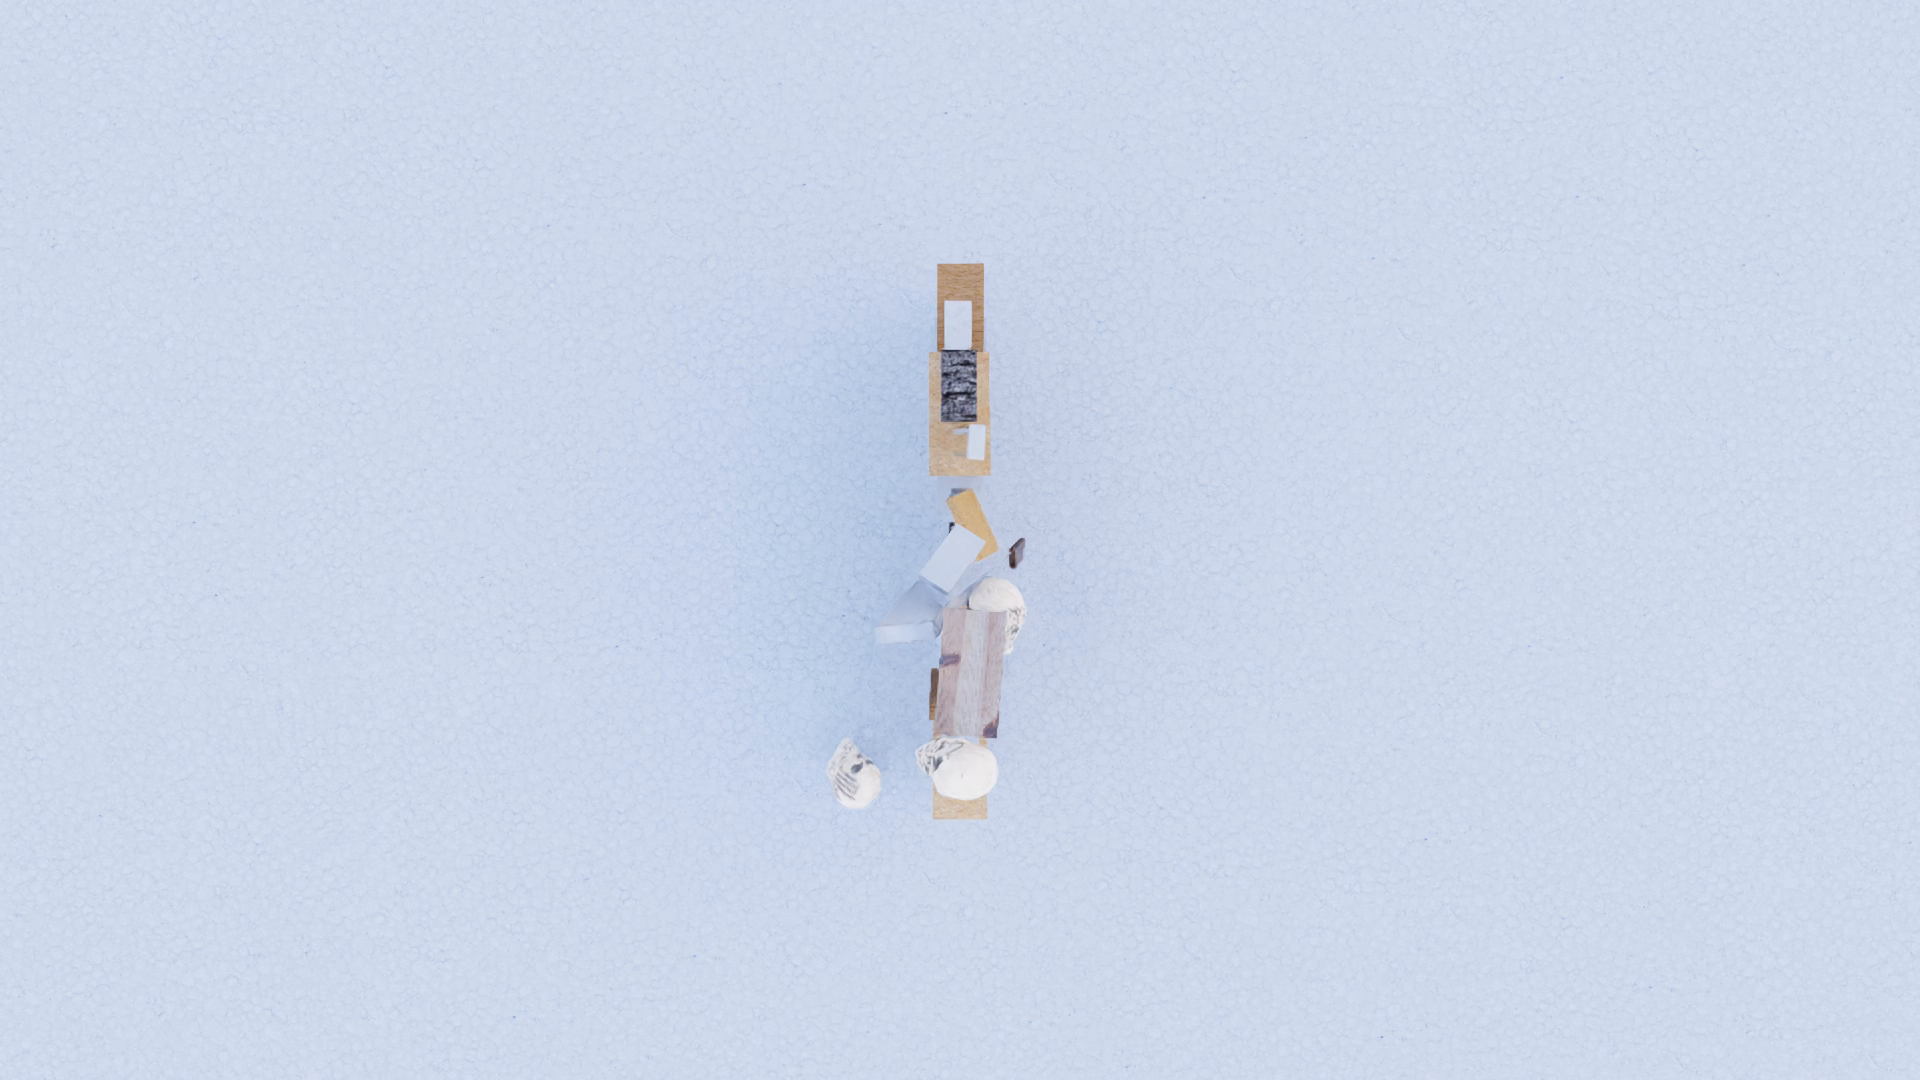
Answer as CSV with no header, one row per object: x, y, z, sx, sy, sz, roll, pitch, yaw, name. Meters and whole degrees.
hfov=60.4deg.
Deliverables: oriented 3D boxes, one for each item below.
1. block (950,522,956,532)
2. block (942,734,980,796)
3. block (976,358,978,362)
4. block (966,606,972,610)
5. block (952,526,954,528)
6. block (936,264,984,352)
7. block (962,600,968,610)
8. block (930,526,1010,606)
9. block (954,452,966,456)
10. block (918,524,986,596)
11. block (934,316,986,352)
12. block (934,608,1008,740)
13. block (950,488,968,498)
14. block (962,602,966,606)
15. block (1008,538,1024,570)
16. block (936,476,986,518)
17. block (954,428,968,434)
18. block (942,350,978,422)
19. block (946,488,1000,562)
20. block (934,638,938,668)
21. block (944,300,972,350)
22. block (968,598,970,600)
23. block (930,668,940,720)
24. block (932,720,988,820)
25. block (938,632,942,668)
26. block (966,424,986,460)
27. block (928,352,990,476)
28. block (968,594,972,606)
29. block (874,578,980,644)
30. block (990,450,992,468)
0.002,0.016,5.341,0.074,0.021,0.148,0,90,0,block
0.002,0.601,4.552,0.104,0.029,0.208,0,90,0,block
0.001,-0.490,4.629,0.098,0.195,0.028,0,91,2,block
0.002,0.249,5.429,0.073,0.146,0.021,0,114,0,block
-0.003,0.011,5.218,0.052,0.015,0.104,2,90,0,block
0.001,-0.671,4.837,0.137,0.039,0.275,0,90,0,block
-0.015,0.229,5.351,0.073,0.021,0.146,3,84,3,block
0.026,0.073,4.895,0.028,0.475,0.099,-32,92,29,block
0.022,-0.243,4.674,0.048,0.096,0.014,1,91,-24,block
-0.022,0.056,4.692,0.099,0.028,0.199,33,63,8,block
0.001,-0.532,5.154,0.162,0.046,0.323,0,90,0,block
0.029,0.364,4.511,0.172,0.049,0.344,5,89,0,block
0.004,-0.141,5.086,0.065,0.131,0.018,3,101,2,block
-0.018,0.115,5.163,0.088,0.025,0.176,3,80,7,block
0.181,0.043,5.255,0.018,0.131,0.065,7,107,13,block
0.005,-0.217,5.175,0.152,0.043,0.303,1,90,0,block
0.022,-0.308,4.674,0.048,0.096,0.014,0,90,-24,block
-0.002,-0.423,4.517,0.098,0.028,0.195,0,90,2,block
0.038,-0.044,4.794,0.028,0.099,0.199,-21,95,41,block
-0.002,0.406,5.163,0.157,0.044,0.314,0,90,0,block
-0.005,-0.598,4.655,0.076,0.021,0.151,0,90,0,block
-0.018,0.126,5.262,0.088,0.176,0.025,0,49,5,block
0.001,0.436,4.707,0.172,0.344,0.049,0,102,0,block
0.000,0.650,4.799,0.160,0.045,0.320,0,90,0,block
-0.006,0.370,4.897,0.114,0.032,0.228,-3,90,0,block
0.045,-0.274,4.623,0.048,0.014,0.096,4,88,-24,block
-0.002,-0.361,4.753,0.176,0.050,0.353,0,90,0,block
0.001,0.164,5.434,0.073,0.146,0.021,0,125,2,block
-0.090,0.189,4.850,0.172,0.595,0.049,-6,102,14,block
0.003,-0.236,4.965,0.176,0.375,0.050,0,90,0,block
